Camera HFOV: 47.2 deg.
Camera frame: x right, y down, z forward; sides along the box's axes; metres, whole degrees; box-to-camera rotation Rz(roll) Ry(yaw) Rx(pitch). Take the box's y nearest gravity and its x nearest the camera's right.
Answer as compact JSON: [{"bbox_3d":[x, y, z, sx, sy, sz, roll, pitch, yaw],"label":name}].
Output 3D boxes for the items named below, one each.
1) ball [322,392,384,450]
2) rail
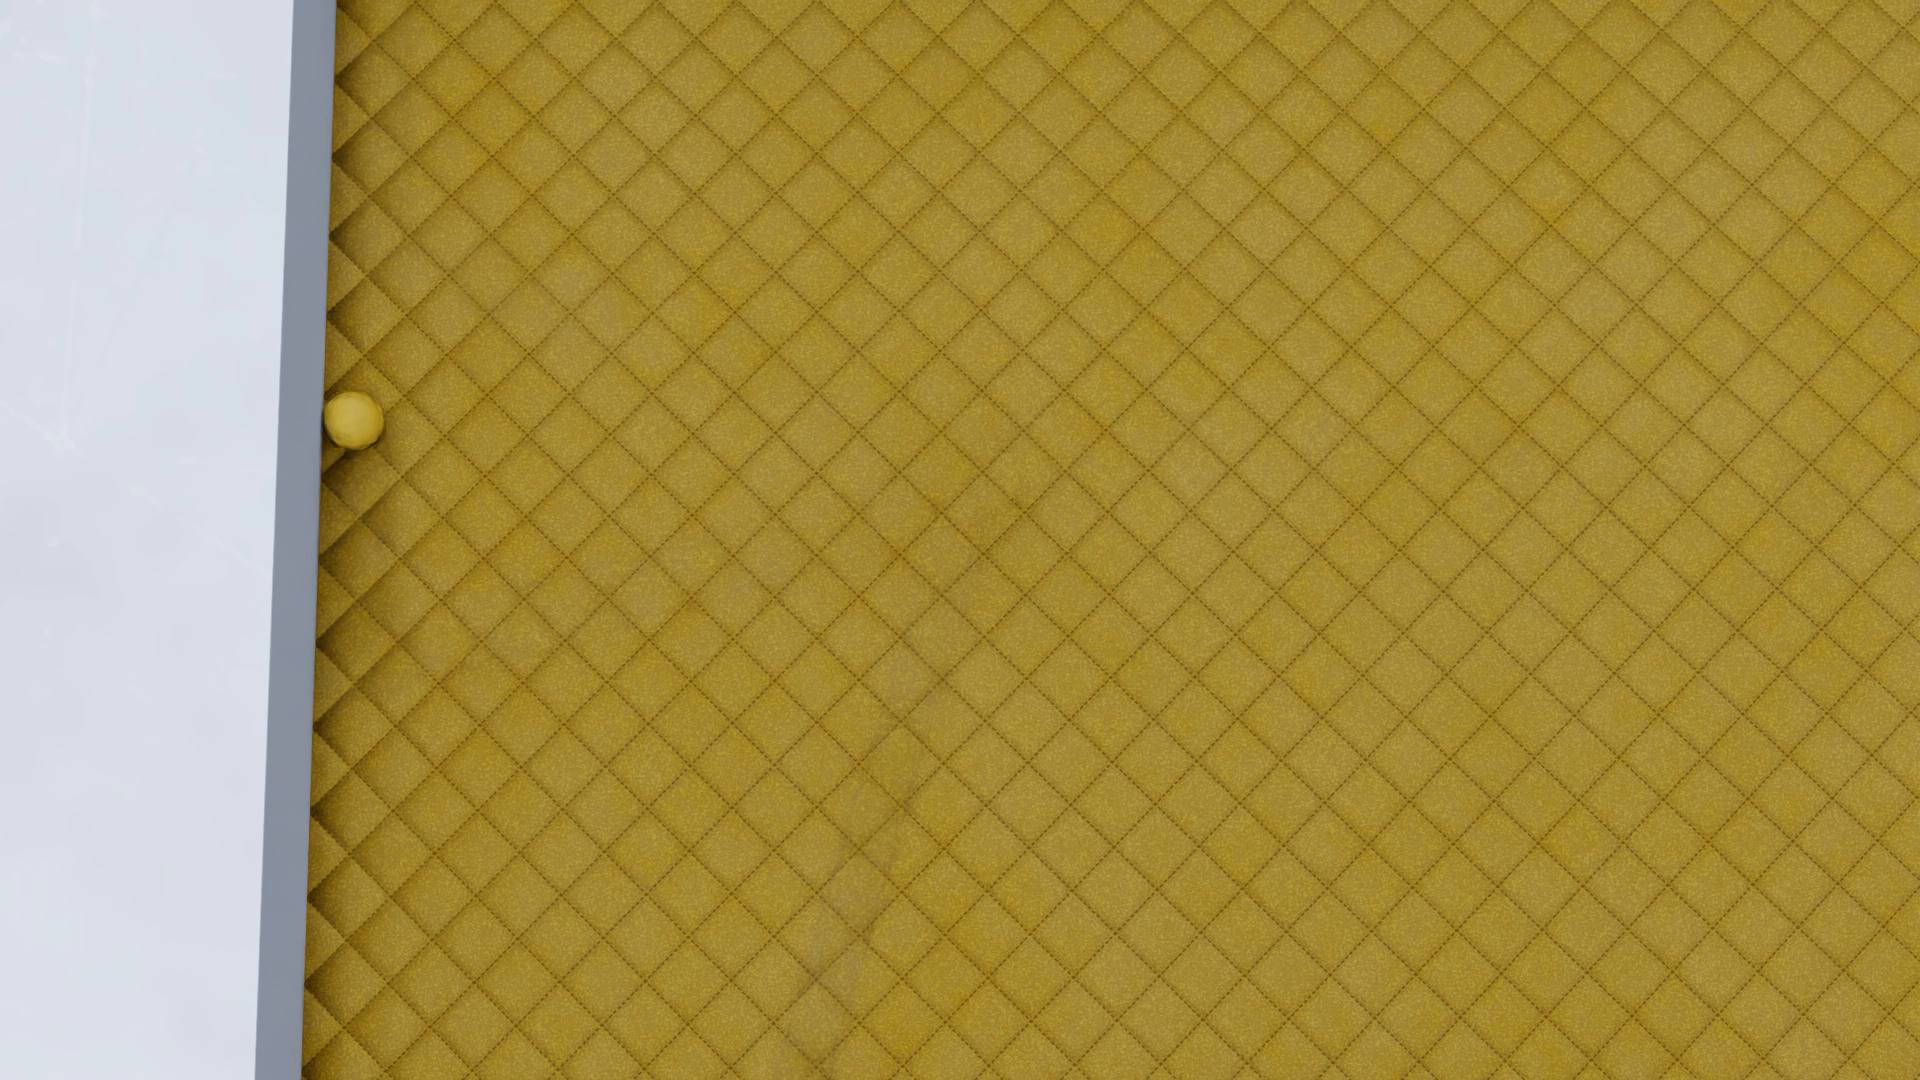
[{"bbox_3d":[-0.906,-0.178,3.283,0.088,0.088,0.088,0,82,0],"label":"ball"},{"bbox_3d":[-0.967,0.005,3.235,0.045,0.129,2.157,0,82,0],"label":"rail"}]
